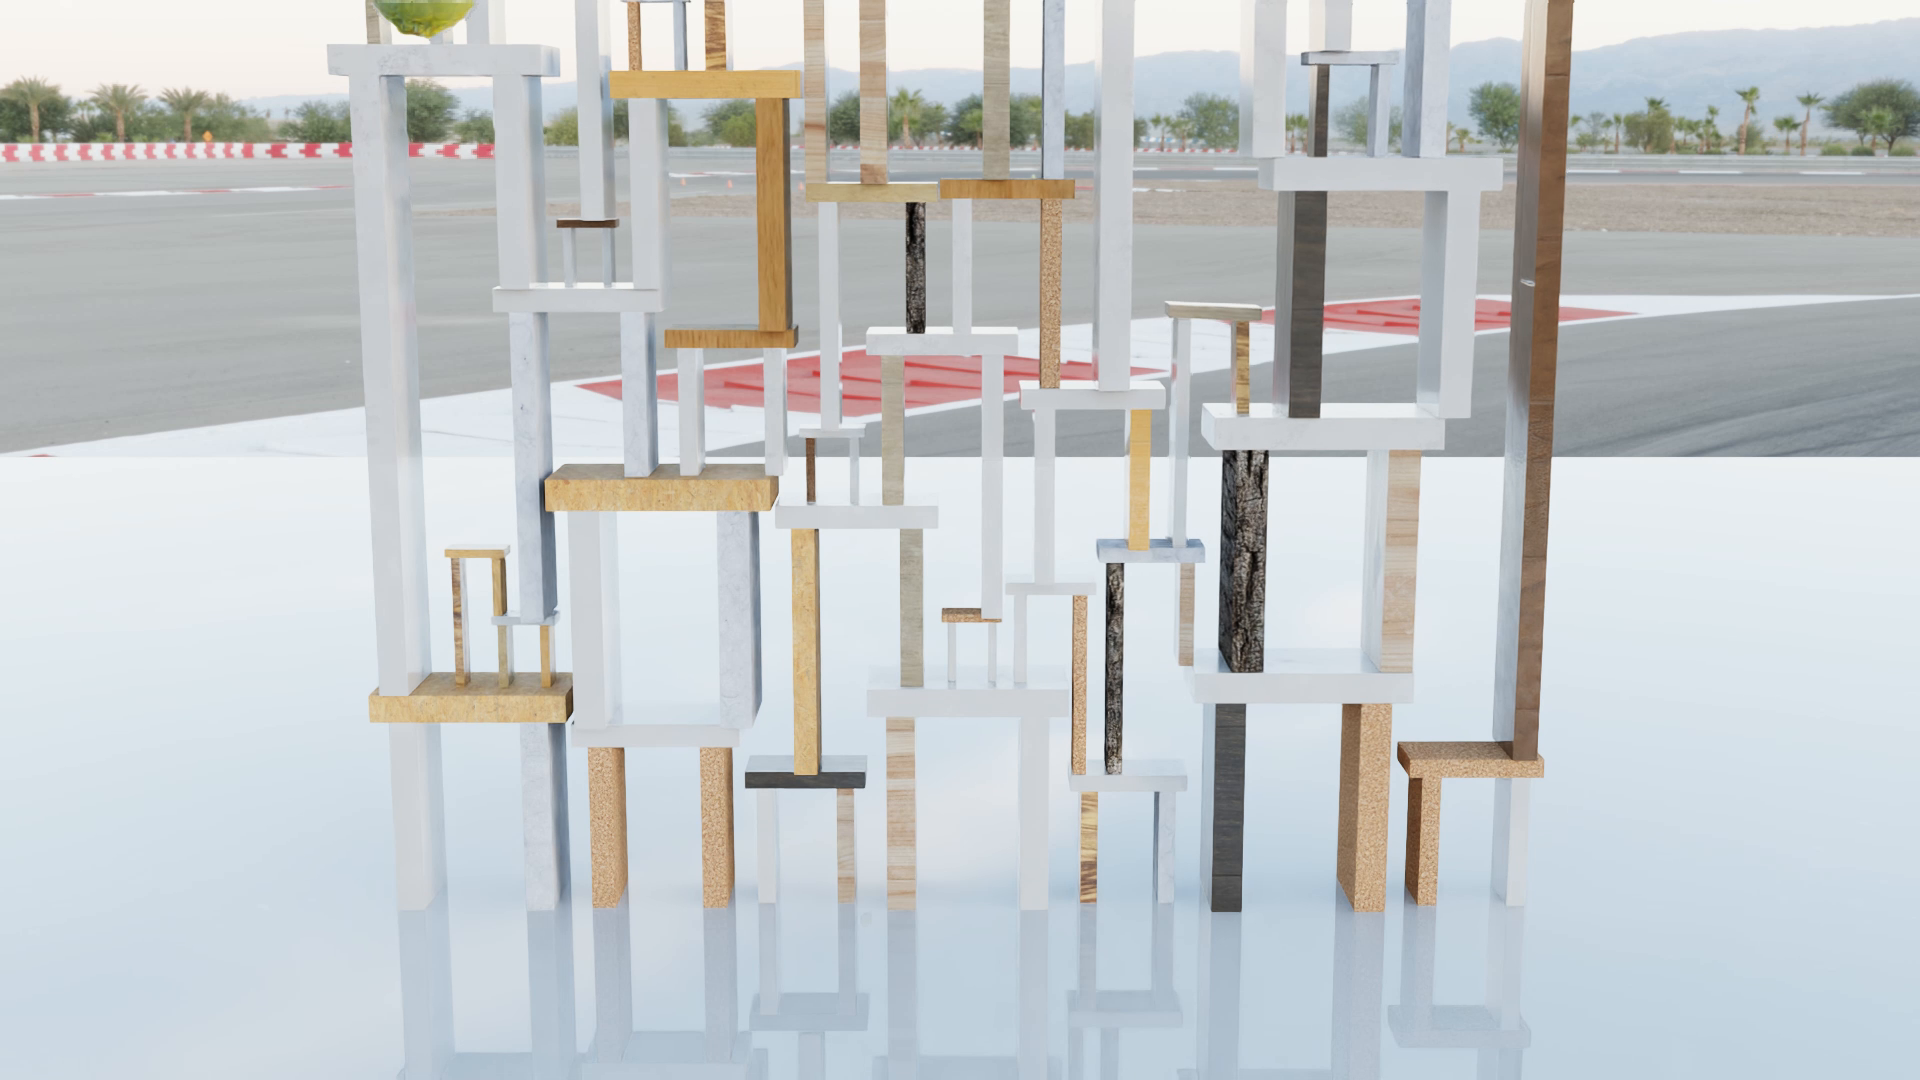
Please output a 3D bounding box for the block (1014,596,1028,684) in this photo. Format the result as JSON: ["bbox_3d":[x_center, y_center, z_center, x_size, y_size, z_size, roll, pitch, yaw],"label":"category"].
[{"bbox_3d":[0.098,0.154,3.586,0.021,0.146,0.073,0,11,0],"label":"block"}]

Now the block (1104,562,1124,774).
[{"bbox_3d":[0.252,0.202,3.602,0.024,0.352,0.085,0,11,0],"label":"block"}]

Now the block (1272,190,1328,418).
[{"bbox_3d":[0.537,-0.378,3.483,0.050,0.350,0.175,0,10,0],"label":"block"}]

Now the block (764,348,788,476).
[{"bbox_3d":[-0.294,-0.211,3.520,0.029,0.202,0.101,0,11,0],"label":"block"}]

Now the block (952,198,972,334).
[{"bbox_3d":[0.004,-0.435,3.475,0.030,0.209,0.104,0,11,0],"label":"block"}]

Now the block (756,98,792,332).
[{"bbox_3d":[-0.292,-0.513,3.461,0.041,0.356,0.145,0,11,0],"label":"block"}]

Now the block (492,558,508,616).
[{"bbox_3d":[-0.748,0.072,3.573,0.014,0.096,0.048,0,10,-1],"label":"block"}]

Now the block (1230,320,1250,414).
[{"bbox_3d":[0.446,-0.279,3.504,0.021,0.146,0.073,-1,10,0],"label":"block"}]

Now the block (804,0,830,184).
[{"bbox_3d":[-0.223,-0.757,3.421,0.032,0.397,0.113,0,11,0],"label":"block"}]

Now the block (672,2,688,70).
[{"bbox_3d":[-0.434,-0.781,3.417,0.015,0.105,0.053,0,11,0],"label":"block"}]

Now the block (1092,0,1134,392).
[{"bbox_3d":[0.239,-0.594,3.446,0.049,0.704,0.173,0,11,0],"label":"block"}]

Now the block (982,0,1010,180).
[{"bbox_3d":[0.056,-0.707,3.426,0.040,0.284,0.142,0,11,0],"label":"block"}]

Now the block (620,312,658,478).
[{"bbox_3d":[-0.511,-0.239,3.515,0.037,0.260,0.130,0,10,0],"label":"block"}]

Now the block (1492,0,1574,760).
[{"bbox_3d":[0.914,-0.266,3.515,0.040,1.242,0.140,0,11,0],"label":"block"}]

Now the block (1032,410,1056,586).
[{"bbox_3d":[0.134,-0.077,3.542,0.032,0.283,0.113,0,11,0],"label":"block"}]

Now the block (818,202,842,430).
[{"bbox_3d":[-0.205,-0.357,3.490,0.029,0.356,0.102,0,11,0],"label":"block"}]

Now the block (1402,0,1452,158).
[{"bbox_3d":[0.726,-0.738,3.425,0.040,0.280,0.140,0,11,0],"label":"block"}]

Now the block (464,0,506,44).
[{"bbox_3d":[-0.735,-0.889,3.392,0.035,0.248,0.124,0,11,0],"label":"block"}]

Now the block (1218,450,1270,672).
[{"bbox_3d":[0.459,0.019,3.569,0.051,0.360,0.180,0,11,0],"label":"block"}]

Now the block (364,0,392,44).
[{"bbox_3d":[-0.902,-0.839,3.403,0.021,0.145,0.072,0,11,0],"label":"block"}]

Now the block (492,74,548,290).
[{"bbox_3d":[-0.690,-0.562,3.453,0.046,0.325,0.162,0,11,0],"label":"block"}]

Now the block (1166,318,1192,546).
[{"bbox_3d":[0.351,-0.175,3.528,0.021,0.363,0.073,0,12,-2],"label":"block"}]

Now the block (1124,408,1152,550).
[{"bbox_3d":[0.285,-0.105,3.537,0.032,0.227,0.113,0,10,0],"label":"block"}]

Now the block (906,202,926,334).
[{"bbox_3d":[-0.070,-0.433,3.475,0.029,0.203,0.102,0,11,1],"label":"block"}]

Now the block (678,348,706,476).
[{"bbox_3d":[-0.429,-0.211,3.520,0.029,0.203,0.101,0,11,0],"label":"block"}]

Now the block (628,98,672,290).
[{"bbox_3d":[-0.486,-0.545,3.454,0.041,0.291,0.145,0,11,0],"label":"block"}]

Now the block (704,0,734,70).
[{"bbox_3d":[-0.374,-0.841,3.405,0.032,0.227,0.113,0,11,0],"label":"block"}]

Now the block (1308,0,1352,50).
[{"bbox_3d":[0.572,-1.018,3.375,0.041,0.524,0.145,-1,11,-1],"label":"block"}]

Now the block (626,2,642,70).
[{"bbox_3d":[-0.505,-0.781,3.413,0.015,0.105,0.053,0,11,-2],"label":"block"}]

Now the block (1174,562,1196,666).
[{"bbox_3d":[0.366,0.113,3.585,0.024,0.170,0.085,0,10,0],"label":"block"}]

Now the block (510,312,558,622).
[{"bbox_3d":[-0.685,-0.124,3.536,0.037,0.494,0.130,0,11,0],"label":"block"}]

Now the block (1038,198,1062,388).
[{"bbox_3d":[0.143,-0.393,3.483,0.030,0.295,0.104,0,11,0],"label":"block"}]

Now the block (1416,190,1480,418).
[{"bbox_3d":[0.772,-0.378,3.485,0.050,0.350,0.175,0,10,0],"label":"block"}]

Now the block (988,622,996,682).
[{"bbox_3d":[0.052,0.177,3.591,0.014,0.098,0.049,0,11,0],"label":"block"}]

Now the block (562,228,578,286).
[{"bbox_3d":[-0.616,-0.447,3.472,0.013,0.092,0.046,0,11,0],"label":"block"}]

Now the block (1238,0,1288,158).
[{"bbox_3d":[0.470,-0.770,3.413,0.049,0.346,0.173,-1,10,0],"label":"block"}]

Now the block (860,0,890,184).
[{"bbox_3d":[-0.133,-0.704,3.427,0.040,0.291,0.142,0,11,0],"label":"block"}]

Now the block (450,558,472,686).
[{"bbox_3d":[-0.814,0.130,3.586,0.014,0.214,0.048,0,11,0],"label":"block"}]

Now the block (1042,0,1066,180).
[{"bbox_3d":[0.145,-0.887,3.397,0.031,0.648,0.110,0,11,0],"label":"block"}]

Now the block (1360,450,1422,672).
[{"bbox_3d":[0.698,0.019,3.568,0.051,0.360,0.180,0,10,0],"label":"block"}]

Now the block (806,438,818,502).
[{"bbox_3d":[-0.238,-0.117,3.536,0.015,0.104,0.052,0,11,0],"label":"block"}]

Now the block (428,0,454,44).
[{"bbox_3d":[-0.805,-0.839,3.403,0.021,0.145,0.072,0,11,0],"label":"block"}]

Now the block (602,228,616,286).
[{"bbox_3d":[-0.554,-0.447,3.472,0.013,0.092,0.046,0,11,0],"label":"block"}]

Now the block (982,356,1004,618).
[{"bbox_3d":[0.052,-0.093,3.544,0.034,0.422,0.119,0,11,0],"label":"block"}]

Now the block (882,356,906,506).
[{"bbox_3d":[-0.107,-0.183,3.528,0.034,0.239,0.119,0,11,0],"label":"block"}]

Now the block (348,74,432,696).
[{"bbox_3d":[-0.907,-0.243,3.514,0.046,0.974,0.162,0,11,0],"label":"block"}]

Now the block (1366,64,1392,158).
[{"bbox_3d":[0.654,-0.670,3.434,0.020,0.141,0.071,1,10,0],"label":"block"}]

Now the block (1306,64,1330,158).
[{"bbox_3d":[0.559,-0.669,3.431,0.020,0.141,0.071,0,11,0],"label":"block"}]

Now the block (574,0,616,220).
[{"bbox_3d":[-0.569,-0.759,3.417,0.035,0.515,0.124,0,11,0],"label":"block"}]

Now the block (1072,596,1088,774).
[{"bbox_3d":[0.195,0.229,3.601,0.021,0.299,0.073,0,10,0],"label":"block"}]

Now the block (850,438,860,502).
[{"bbox_3d":[-0.169,-0.117,3.536,0.015,0.104,0.052,0,11,0],"label":"block"}]
